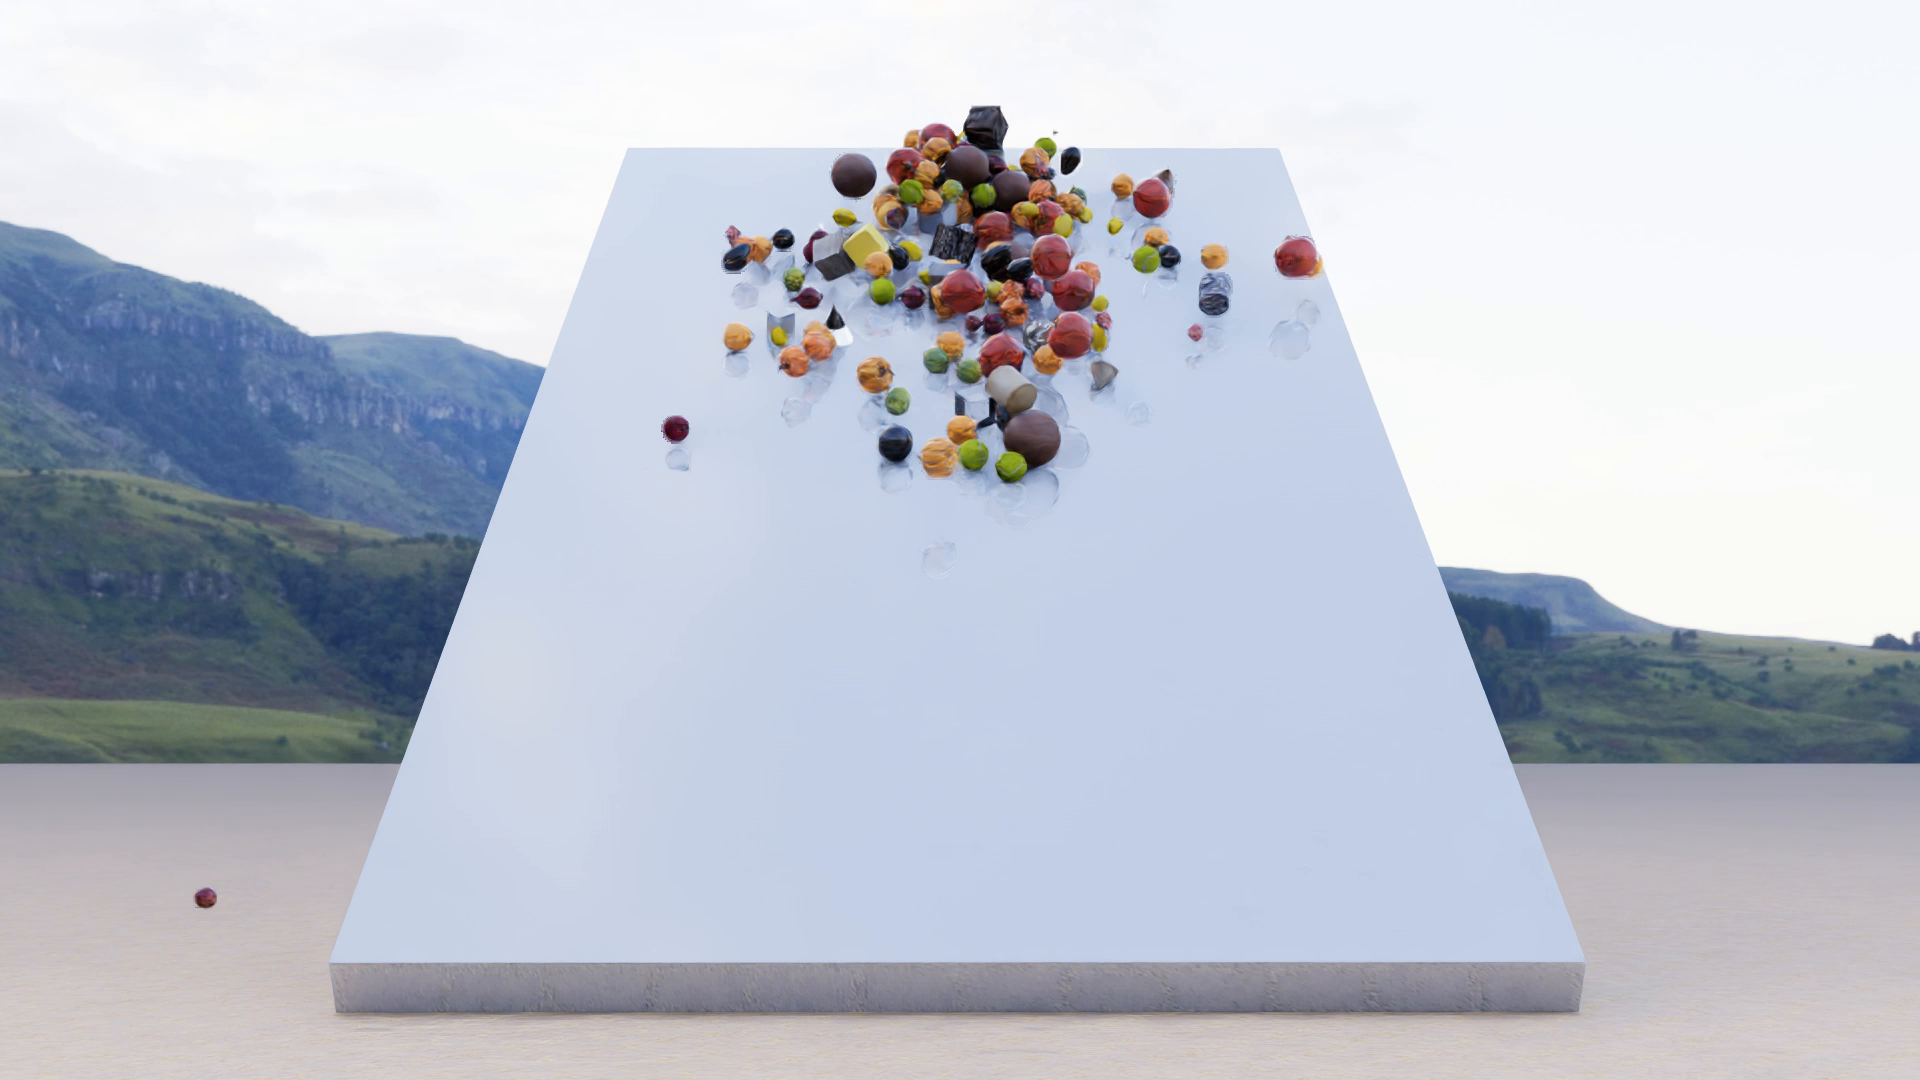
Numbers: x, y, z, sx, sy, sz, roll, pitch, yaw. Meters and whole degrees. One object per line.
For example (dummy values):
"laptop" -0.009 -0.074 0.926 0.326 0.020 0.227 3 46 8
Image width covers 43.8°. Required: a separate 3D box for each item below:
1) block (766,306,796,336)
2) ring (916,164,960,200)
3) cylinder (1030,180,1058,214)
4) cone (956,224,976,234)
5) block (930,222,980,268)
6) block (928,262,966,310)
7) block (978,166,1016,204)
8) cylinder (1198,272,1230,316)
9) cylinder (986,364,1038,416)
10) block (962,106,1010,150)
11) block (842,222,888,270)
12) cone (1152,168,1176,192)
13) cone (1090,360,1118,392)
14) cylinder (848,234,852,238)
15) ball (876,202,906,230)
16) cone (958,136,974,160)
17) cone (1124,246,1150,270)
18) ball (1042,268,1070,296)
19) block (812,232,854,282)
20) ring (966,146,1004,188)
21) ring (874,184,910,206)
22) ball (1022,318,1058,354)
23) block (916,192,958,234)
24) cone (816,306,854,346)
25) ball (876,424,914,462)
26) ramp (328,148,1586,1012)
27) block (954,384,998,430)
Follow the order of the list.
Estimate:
"block" -0.453 -0.552 6.039 0.052 0.052 0.052 -21 35 -35
"ring" -0.063 -1.034 6.888 0.147 0.049 0.147 -31 -2 -1
"cylinder" 0.240 -0.980 6.798 0.070 0.070 0.070 0 -23 -3
"cone" 0.017 -0.817 6.560 0.074 0.074 0.074 -10 -34 -7
"block" -0.016 -0.785 6.353 0.089 0.089 0.089 15 9 -23
"block" -0.033 -0.659 6.198 0.094 0.094 0.094 2 28 3
"block" 0.105 -1.021 6.867 0.067 0.067 0.067 -41 -43 7
"cylinder" 0.651 -0.629 6.105 0.078 0.078 0.078 5 -42 4
"cylinder" 0.116 -0.337 5.376 0.084 0.084 0.084 5 30 -45
"block" 0.074 -1.189 6.880 0.089 0.089 0.089 5 -33 26
"block" -0.249 -0.777 6.308 0.081 0.081 0.081 -35 13 17
"cone" 0.587 -1.041 6.788 0.072 0.072 0.072 1 -20 -10
"cone" 0.340 -0.384 5.746 0.069 0.069 0.069 11 -35 8
"cylinder" -0.270 -0.797 6.475 0.057 0.057 0.057 11 -11 -44
"ball" -0.192 -0.907 6.676 0.082 0.082 0.082 0 -5 0
"cone" 0.054 -1.197 7.167 0.091 0.091 0.091 2 -17 -21
"cone" 0.469 -0.757 6.398 0.066 0.066 0.066 1 -4 24
"ball" 0.250 -0.672 6.219 0.070 0.070 0.070 0 -5 0
"block" -0.336 -0.753 6.331 0.081 0.081 0.081 -21 -42 19
"ring" 0.074 -1.096 6.965 0.050 0.149 0.149 33 9 24
"ring" -0.196 -0.990 6.867 0.101 0.101 0.034 -1 -48 8
"ball" 0.198 -0.506 5.918 0.086 0.086 0.086 0 -5 0
"block" -0.063 -0.908 6.657 0.080 0.080 0.080 15 -41 22
"cone" -0.315 -0.549 5.985 0.095 0.095 0.095 0 29 0
"ball" -0.147 -0.219 5.379 0.084 0.084 0.084 0 -5 0
"ramp" -0.011 -0.223 5.583 2.000 0.100 4.000 0 28 0
"block" 0.037 -0.309 5.562 0.072 0.072 0.072 -17 32 -29
